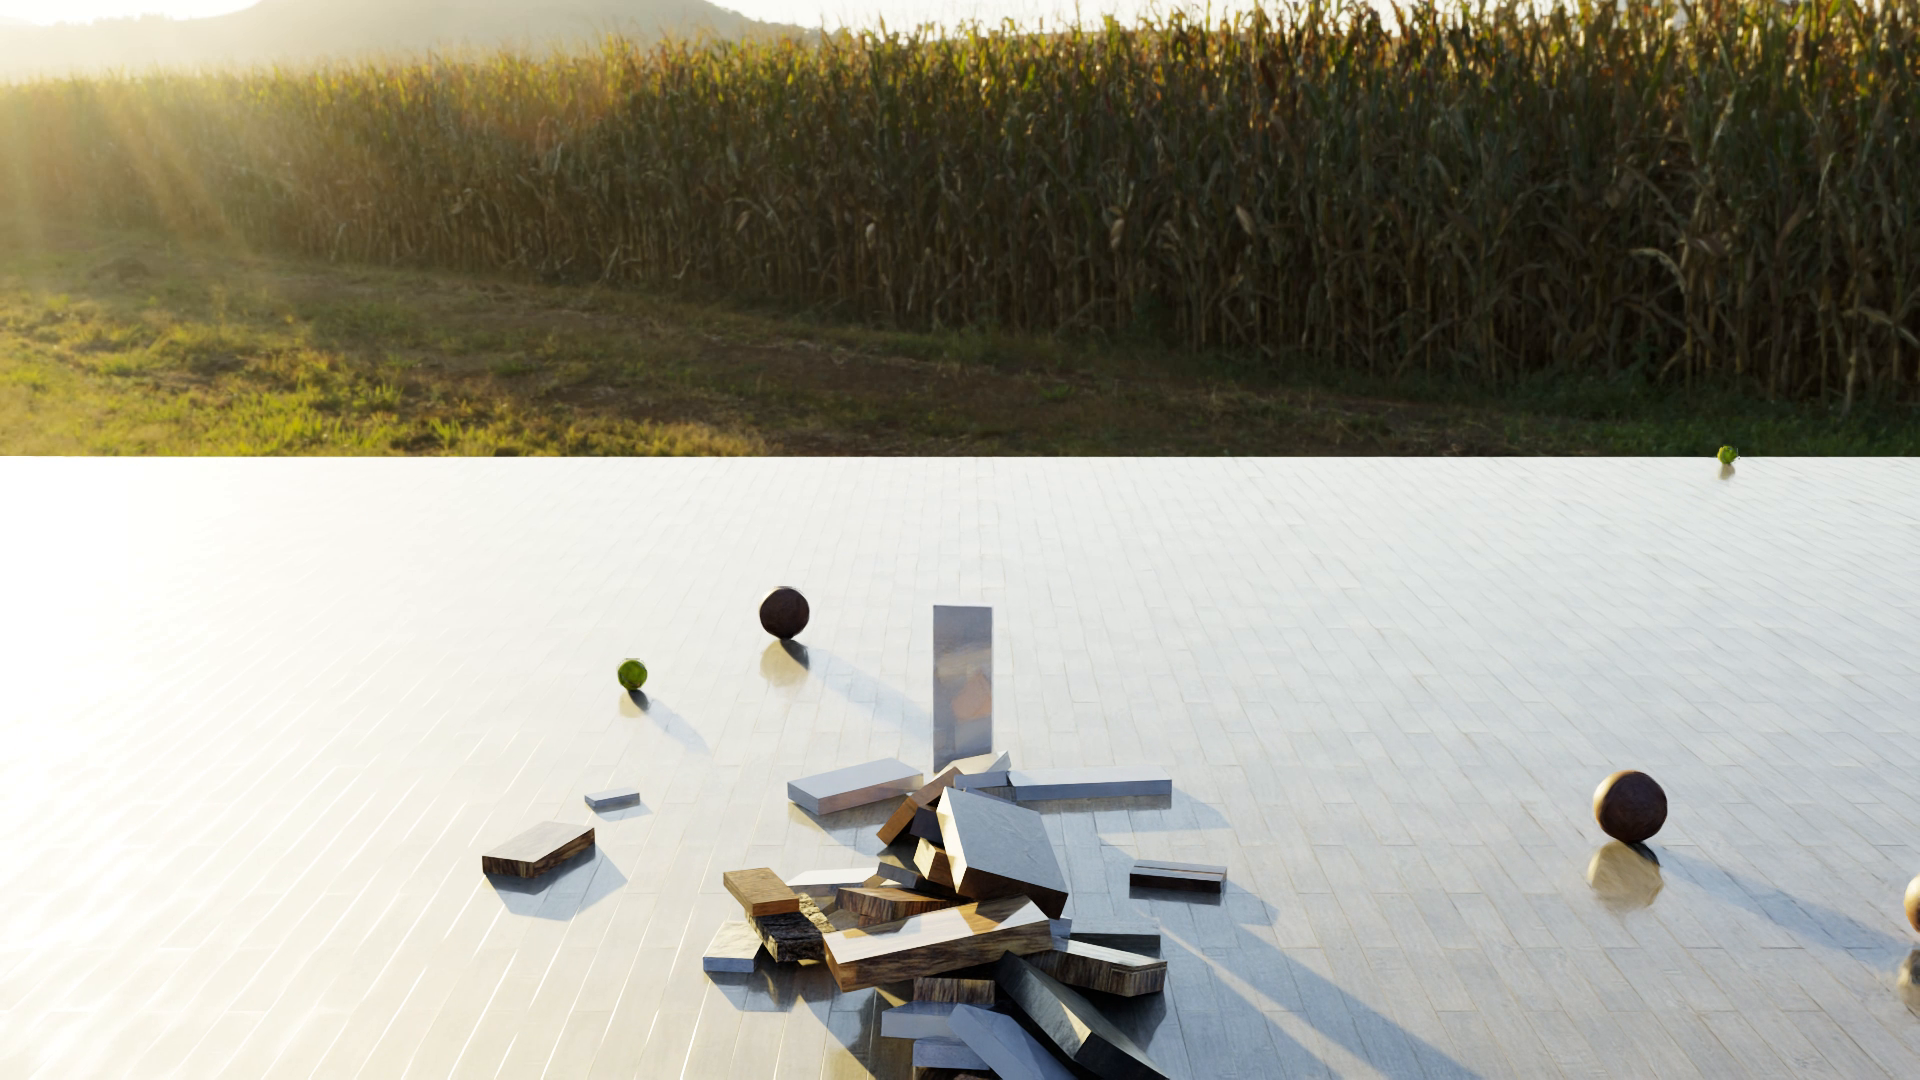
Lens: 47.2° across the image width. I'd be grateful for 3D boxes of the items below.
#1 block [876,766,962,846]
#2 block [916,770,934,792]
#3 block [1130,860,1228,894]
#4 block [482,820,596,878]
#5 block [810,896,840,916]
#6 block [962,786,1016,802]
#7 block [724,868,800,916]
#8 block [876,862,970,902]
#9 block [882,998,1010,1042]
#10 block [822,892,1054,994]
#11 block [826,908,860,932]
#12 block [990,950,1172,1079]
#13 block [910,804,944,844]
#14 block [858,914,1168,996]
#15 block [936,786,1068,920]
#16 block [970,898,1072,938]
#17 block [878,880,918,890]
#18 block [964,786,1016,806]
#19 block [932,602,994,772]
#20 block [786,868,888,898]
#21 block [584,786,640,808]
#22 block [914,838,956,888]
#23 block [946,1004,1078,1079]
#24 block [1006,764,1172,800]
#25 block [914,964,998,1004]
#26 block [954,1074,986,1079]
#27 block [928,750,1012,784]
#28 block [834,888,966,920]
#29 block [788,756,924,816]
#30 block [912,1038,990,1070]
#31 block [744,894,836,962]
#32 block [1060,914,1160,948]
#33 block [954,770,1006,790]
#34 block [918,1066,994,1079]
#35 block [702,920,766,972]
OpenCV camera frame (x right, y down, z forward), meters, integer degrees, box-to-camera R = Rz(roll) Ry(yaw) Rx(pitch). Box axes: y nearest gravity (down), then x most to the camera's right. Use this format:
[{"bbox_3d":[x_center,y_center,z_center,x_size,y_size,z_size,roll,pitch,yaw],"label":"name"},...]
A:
[{"bbox_3d":[-0.069,0.481,3.988,0.029,0.103,0.206,44,23,10],"label":"block"},{"bbox_3d":[-0.074,0.469,4.284,0.047,0.013,0.094,-3,11,-18],"label":"block"},{"bbox_3d":[0.370,0.569,3.722,0.154,0.022,0.077,3,11,15],"label":"block"},{"bbox_3d":[-0.737,0.541,3.853,0.103,0.029,0.206,4,11,20],"label":"block"},{"bbox_3d":[-0.246,0.598,3.571,0.072,0.020,0.143,4,11,22],"label":"block"},{"bbox_3d":[0.032,0.477,3.977,0.091,0.026,0.183,-1,-16,-17],"label":"block"},{"bbox_3d":[-0.317,0.559,3.496,0.077,0.022,0.154,-3,12,-23],"label":"block"},{"bbox_3d":[-0.056,0.543,3.486,0.078,0.022,0.156,12,-9,37],"label":"block"},{"bbox_3d":[-0.017,0.656,3.020,0.113,0.032,0.227,1,-5,17],"label":"block"},{"bbox_3d":[-0.034,0.573,3.140,0.303,0.043,0.152,-10,7,-11],"label":"block"},{"bbox_3d":[-0.167,0.608,3.516,0.072,0.020,0.143,6,12,29],"label":"block"},{"bbox_3d":[0.162,0.657,2.966,0.152,0.043,0.303,35,-3,-22],"label":"block"},{"bbox_3d":[0.006,0.493,3.702,0.160,0.045,0.320,17,-5,3],"label":"block"},{"bbox_3d":[0.076,0.610,3.283,0.440,0.043,0.152,8,-4,25],"label":"block"},{"bbox_3d":[0.062,0.480,3.392,0.160,0.045,0.320,16,13,-10],"label":"block"},{"bbox_3d":[0.092,0.586,3.439,0.102,0.029,0.203,11,-4,-16],"label":"block"},{"bbox_3d":[-0.109,0.573,3.643,0.143,0.020,0.072,1,1,-24],"label":"block"},{"bbox_3d":[0.041,0.481,3.862,0.091,0.026,0.183,18,-21,0],"label":"block"},{"bbox_3d":[0.007,0.292,4.340,0.117,0.340,0.033,1,10,8],"label":"block"},{"bbox_3d":[-0.205,0.560,3.590,0.154,0.022,0.077,-7,7,28],"label":"block"},{"bbox_3d":[-0.661,0.488,4.180,0.094,0.013,0.047,-7,13,-34],"label":"block"},{"bbox_3d":[0.019,0.531,3.531,0.160,0.045,0.320,18,-4,-4],"label":"block"},{"bbox_3d":[0.092,0.677,2.807,0.113,0.032,0.227,27,6,-47],"label":"block"},{"bbox_3d":[0.247,0.468,4.246,0.308,0.029,0.103,-2,11,-8],"label":"block"},{"bbox_3d":[-0.003,0.635,3.173,0.113,0.032,0.227,2,-4,3],"label":"block"},{"bbox_3d":[-0.004,0.722,2.726,0.100,0.028,0.201,6,12,29],"label":"block"},{"bbox_3d":[0.010,0.459,4.202,0.117,0.033,0.233,-13,6,19],"label":"block"},{"bbox_3d":[-0.088,0.549,3.320,0.102,0.029,0.203,7,-4,33],"label":"block"},{"bbox_3d":[-0.199,0.468,4.193,0.233,0.033,0.117,-10,16,-32],"label":"block"},{"bbox_3d":[-0.004,0.681,2.960,0.100,0.028,0.201,2,-5,5],"label":"block"},{"bbox_3d":[-0.261,0.601,3.416,0.102,0.029,0.203,-2,11,-19],"label":"block"},{"bbox_3d":[0.237,0.617,3.465,0.156,0.022,0.078,1,11,4],"label":"block"},{"bbox_3d":[0.035,0.450,3.977,0.091,0.026,0.183,-5,-16,-2],"label":"block"},{"bbox_3d":[-0.007,0.728,2.848,0.100,0.028,0.201,0,11,2],"label":"block"},{"bbox_3d":[-0.342,0.628,3.403,0.078,0.022,0.156,1,11,6],"label":"block"}]
